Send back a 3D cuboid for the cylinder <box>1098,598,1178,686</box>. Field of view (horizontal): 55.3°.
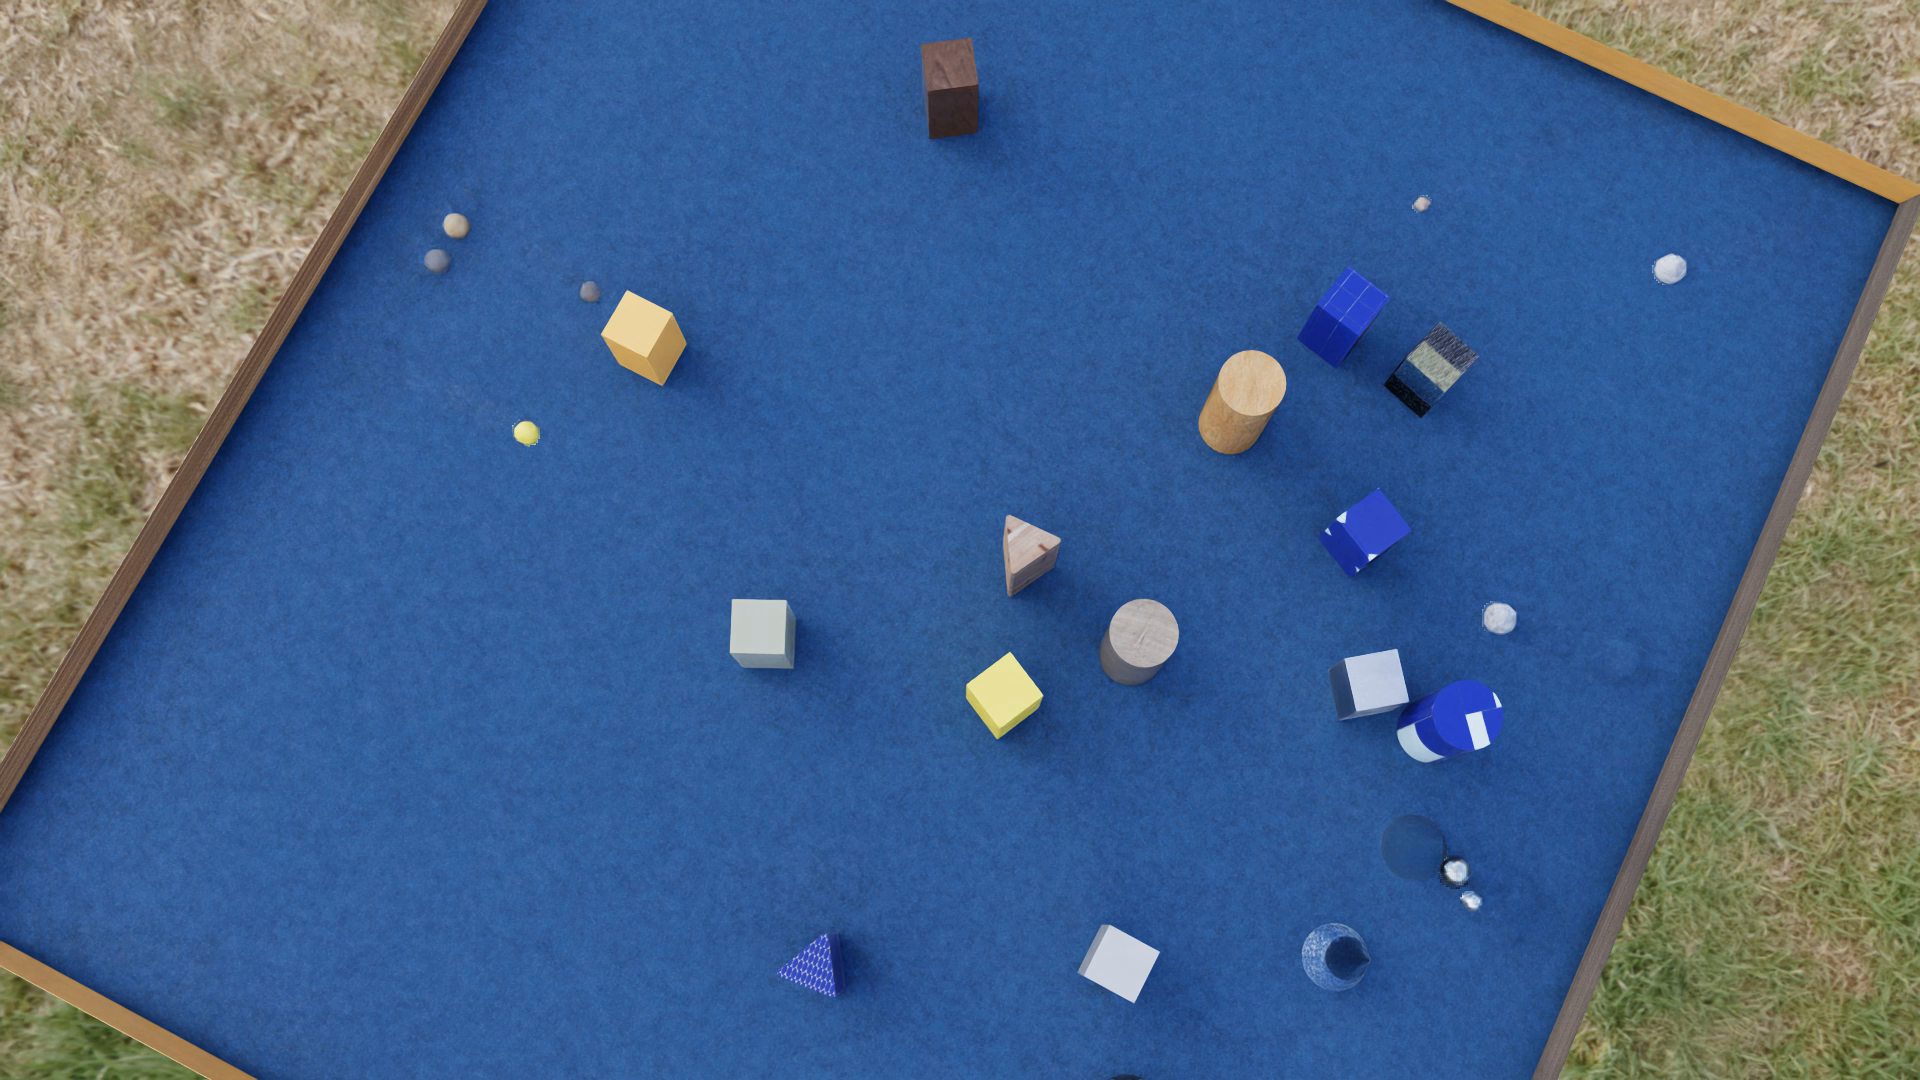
[{"bbox_3d":[0.517,0.302,5.345,0.195,0.408,0.195,0,78,0],"label":"cylinder"}]

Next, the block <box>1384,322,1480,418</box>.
[{"bbox_3d":[1.431,-0.514,5.576,0.156,0.288,0.156,44,82,8],"label":"block"}]

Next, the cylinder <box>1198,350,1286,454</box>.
[{"bbox_3d":[0.838,-0.405,5.472,0.195,0.447,0.195,0,78,0],"label":"cylinder"}]

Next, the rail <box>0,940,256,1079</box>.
[{"bbox_3d":[-1.038,2.039,5.129,4.413,0.127,0.045,26,80,5],"label":"rail"}]

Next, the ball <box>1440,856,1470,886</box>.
[{"bbox_3d":[1.441,0.965,5.331,0.086,0.086,0.086,0,78,0],"label":"ball"}]

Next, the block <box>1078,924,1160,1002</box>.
[{"bbox_3d":[0.448,1.202,5.212,0.156,0.305,0.156,28,80,5],"label":"block"}]

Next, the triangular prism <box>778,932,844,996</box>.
[{"bbox_3d":[-0.388,1.174,5.152,0.169,0.435,0.146,21,79,4],"label":"triangular prism"}]

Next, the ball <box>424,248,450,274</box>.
[{"bbox_3d":[-1.643,-0.877,5.758,0.079,0.079,0.079,0,78,0],"label":"ball"}]

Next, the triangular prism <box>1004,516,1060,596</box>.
[{"bbox_3d":[0.177,0.027,5.414,0.169,0.386,0.146,-34,80,-7],"label":"triangular prism"}]

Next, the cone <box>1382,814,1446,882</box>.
[{"bbox_3d":[1.345,0.877,5.263,0.195,0.337,0.195,0,78,0],"label":"cone"}]

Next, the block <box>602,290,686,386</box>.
[{"bbox_3d":[-0.961,-0.612,5.592,0.156,0.297,0.156,27,80,5],"label":"block"}]

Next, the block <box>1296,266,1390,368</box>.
[{"bbox_3d":[1.166,-0.675,5.587,0.156,0.332,0.156,39,81,7],"label":"block"}]

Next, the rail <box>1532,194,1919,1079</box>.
[{"bbox_3d":[1.952,0.963,5.352,0.045,0.127,4.688,26,80,5],"label":"rail"}]

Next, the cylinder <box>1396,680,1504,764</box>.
[{"bbox_3d":[1.408,0.529,5.288,0.195,0.430,0.195,0,78,0],"label":"cylinder"}]

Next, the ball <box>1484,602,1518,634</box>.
[{"bbox_3d":[1.627,0.237,5.518,0.097,0.097,0.097,0,78,0],"label":"ball"}]

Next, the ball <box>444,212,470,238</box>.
[{"bbox_3d":[-1.589,-0.992,5.781,0.081,0.081,0.081,0,78,0],"label":"ball"}]

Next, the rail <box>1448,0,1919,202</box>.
[{"bbox_3d":[1.038,-2.026,5.970,4.413,0.127,0.045,26,80,5],"label":"rail"}]

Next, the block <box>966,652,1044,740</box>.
[{"bbox_3d":[0.127,0.458,5.355,0.156,0.327,0.156,-36,81,-7],"label":"block"}]

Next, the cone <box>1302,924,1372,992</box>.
[{"bbox_3d":[1.098,1.172,5.128,0.195,0.482,0.195,0,78,0],"label":"cone"}]

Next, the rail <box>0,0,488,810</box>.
[{"bbox_3d":[-1.952,-0.949,5.747,0.045,0.127,4.688,26,80,5],"label":"rail"}]

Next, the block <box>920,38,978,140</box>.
[{"bbox_3d":[-0.031,-1.408,5.730,0.156,0.349,0.156,-8,78,-2],"label":"block"}]

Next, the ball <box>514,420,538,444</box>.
[{"bbox_3d":[-1.336,-0.331,5.647,0.074,0.074,0.074,0,78,0],"label":"ball"}]

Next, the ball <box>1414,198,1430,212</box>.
[{"bbox_3d":[1.467,-1.065,5.814,0.045,0.045,0.045,0,78,0],"label":"ball"}]

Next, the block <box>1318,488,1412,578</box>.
[{"bbox_3d":[1.207,-0.018,5.476,0.156,0.283,0.156,-35,80,-7],"label":"block"}]

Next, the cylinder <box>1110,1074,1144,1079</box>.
[{"bbox_3d":[0.481,1.595,5.063,0.195,0.438,0.195,0,78,0],"label":"cylinder"}]

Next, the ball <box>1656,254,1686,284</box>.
[{"bbox_3d":[2.229,-0.850,5.745,0.093,0.093,0.093,0,78,0],"label":"ball"}]

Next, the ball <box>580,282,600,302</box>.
[{"bbox_3d":[-1.159,-0.778,5.745,0.064,0.064,0.064,0,78,0],"label":"ball"}]

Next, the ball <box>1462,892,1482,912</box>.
[{"bbox_3d":[1.502,1.060,5.369,0.055,0.055,0.055,0,78,0],"label":"ball"}]

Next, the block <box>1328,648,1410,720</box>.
[{"bbox_3d":[1.201,0.429,5.401,0.156,0.249,0.156,-10,78,-2],"label":"block"}]

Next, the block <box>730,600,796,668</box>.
[{"bbox_3d":[-0.578,0.279,5.400,0.156,0.310,0.156,1,78,0],"label":"block"}]
